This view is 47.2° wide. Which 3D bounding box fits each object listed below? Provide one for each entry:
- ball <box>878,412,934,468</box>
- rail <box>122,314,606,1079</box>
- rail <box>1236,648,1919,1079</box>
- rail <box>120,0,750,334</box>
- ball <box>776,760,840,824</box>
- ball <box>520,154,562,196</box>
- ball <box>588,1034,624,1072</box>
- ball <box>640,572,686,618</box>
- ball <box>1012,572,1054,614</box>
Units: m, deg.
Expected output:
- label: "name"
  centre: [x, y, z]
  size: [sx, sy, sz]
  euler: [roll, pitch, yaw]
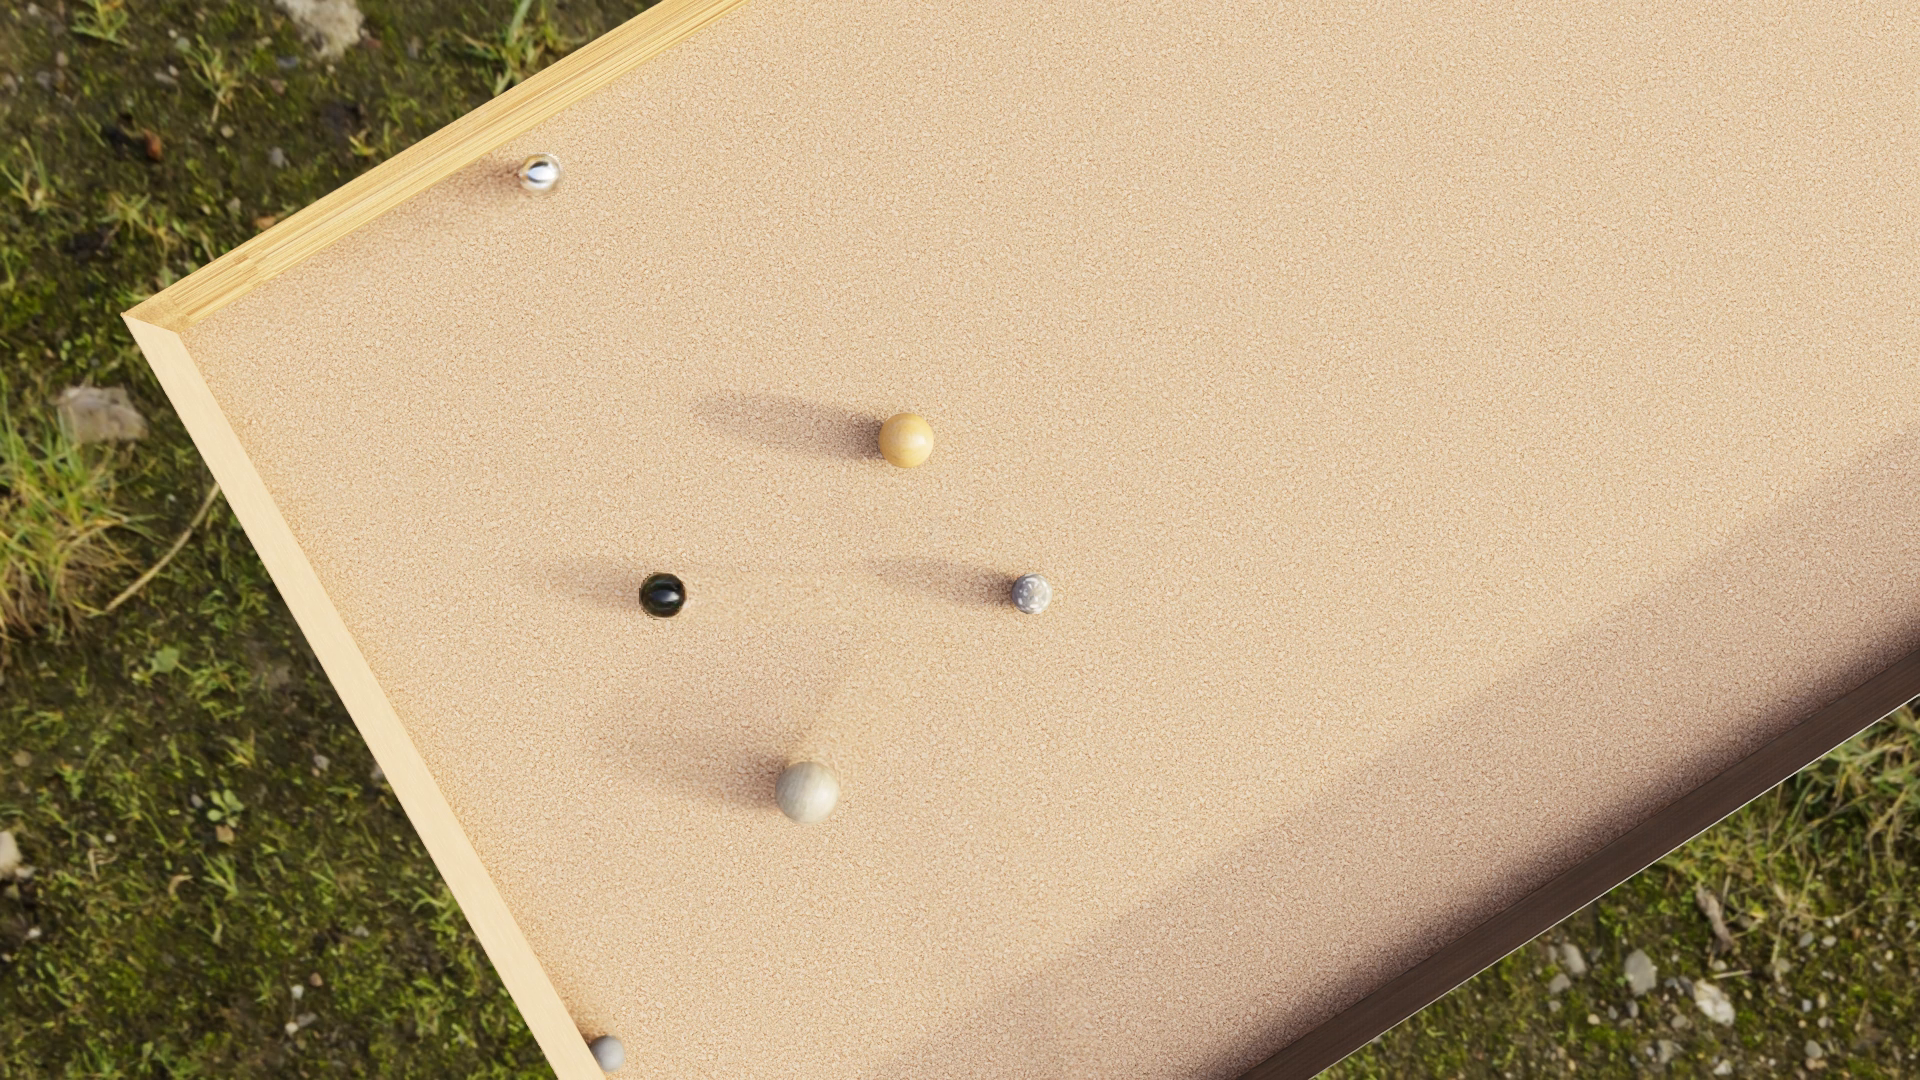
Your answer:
- label: "ball"
  centre: [-0.080, -0.148, 3.274]
  size: [0.083, 0.083, 0.083]
  euler: [0, 83, 0]
- label: "rail"
  centre: [-0.733, 0.440, 3.178]
  size: [0.045, 0.119, 1.832]
  euler: [-31, 84, -4]
- label: "rail"
  centre: [1.218, 0.297, 3.197]
  size: [3.530, 0.119, 0.045]
  euler: [-31, 84, -4]
- label: "rail"
  centre: [0.289, -1.214, 3.395]
  size: [3.530, 0.119, 0.045]
  euler: [-31, 84, -4]
- label: "ball"
  centre: [-0.222, 0.367, 3.203]
  size: [0.091, 0.091, 0.091]
  euler: [0, 83, 0]
- label: "ball"
  centre: [-0.636, -0.554, 3.337]
  size: [0.064, 0.064, 0.064]
  euler: [0, 83, 0]
- label: "ball"
  centre: [-0.511, 0.740, 3.173]
  size: [0.053, 0.053, 0.053]
  euler: [0, 83, 0]
- label: "ball"
  centre: [-0.438, 0.082, 3.252]
  size: [0.068, 0.068, 0.068]
  euler: [0, 83, 0]
- label: "ball"
  centre: [0.107, 0.079, 3.255]
  size: [0.062, 0.062, 0.062]
  euler: [0, 83, 0]
